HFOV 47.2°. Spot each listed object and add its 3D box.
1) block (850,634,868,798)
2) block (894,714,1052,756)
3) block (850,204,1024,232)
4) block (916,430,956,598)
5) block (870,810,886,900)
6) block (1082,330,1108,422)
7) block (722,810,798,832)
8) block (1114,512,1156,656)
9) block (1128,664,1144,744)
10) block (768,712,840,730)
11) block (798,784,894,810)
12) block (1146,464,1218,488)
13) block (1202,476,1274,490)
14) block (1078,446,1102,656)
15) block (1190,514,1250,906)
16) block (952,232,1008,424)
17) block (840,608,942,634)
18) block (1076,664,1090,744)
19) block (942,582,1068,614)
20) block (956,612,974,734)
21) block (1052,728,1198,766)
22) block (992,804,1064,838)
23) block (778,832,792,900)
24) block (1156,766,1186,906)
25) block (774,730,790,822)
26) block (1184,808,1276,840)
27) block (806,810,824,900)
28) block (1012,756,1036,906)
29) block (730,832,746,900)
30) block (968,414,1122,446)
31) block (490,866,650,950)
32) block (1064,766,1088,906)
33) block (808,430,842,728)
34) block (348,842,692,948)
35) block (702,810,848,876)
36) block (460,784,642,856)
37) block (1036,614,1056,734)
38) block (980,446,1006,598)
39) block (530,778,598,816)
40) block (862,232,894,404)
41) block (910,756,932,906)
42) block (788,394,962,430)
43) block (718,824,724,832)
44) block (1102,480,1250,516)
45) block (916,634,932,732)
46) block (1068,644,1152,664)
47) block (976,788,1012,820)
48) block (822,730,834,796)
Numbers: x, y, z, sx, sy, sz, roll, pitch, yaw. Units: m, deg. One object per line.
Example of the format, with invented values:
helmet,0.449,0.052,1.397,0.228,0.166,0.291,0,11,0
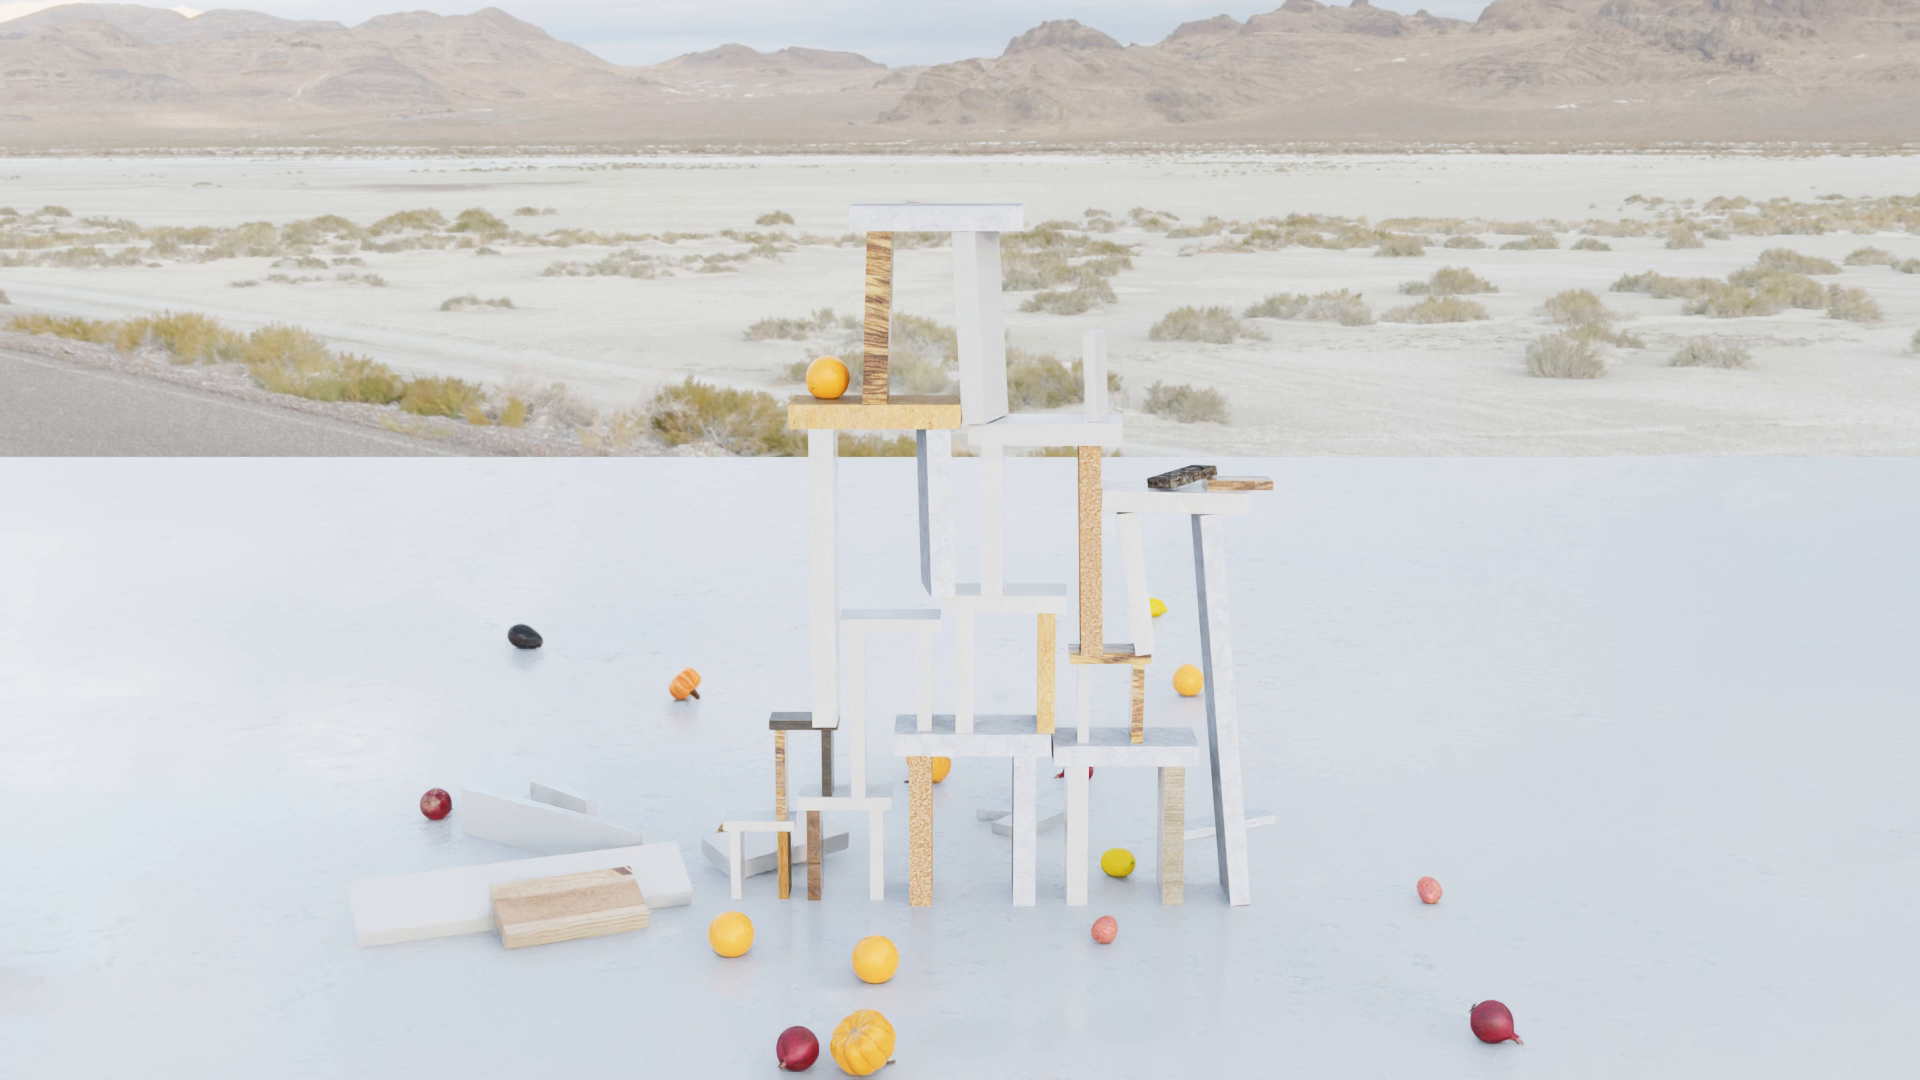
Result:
block,-0.166,0.279,3.615,0.023,0.277,0.081,0,11,0
block,0.021,0.321,3.622,0.255,0.036,0.127,0,11,0
block,-0.036,-0.509,3.462,0.269,0.038,0.135,0,11,1
block,-0.040,-0.053,3.548,0.038,0.271,0.135,-3,11,-8
block,-0.138,0.513,3.660,0.022,0.155,0.077,0,11,0
block,0.216,-0.262,3.503,0.020,0.139,0.069,1,10,19
block,-0.331,0.466,3.649,0.117,0.017,0.059,0,11,1
block,0.283,0.060,3.573,0.033,0.233,0.117,-8,10,2
block,0.289,0.260,3.607,0.019,0.132,0.066,1,11,0
block,-0.255,0.298,3.616,0.113,0.016,0.056,0,10,1
block,-0.189,0.426,3.644,0.155,0.022,0.077,0,11,0
block,0.358,-0.102,3.538,0.106,0.015,0.053,-17,14,-38
block,0.447,-0.092,3.543,0.106,0.015,0.053,0,11,-4
block,0.211,0.008,3.563,0.035,0.343,0.122,-1,11,2
block,0.427,0.269,3.607,0.033,0.653,0.117,-6,11,-1
block,0.033,-0.342,3.493,0.038,0.300,0.135,0,10,17
block,-0.112,0.132,3.586,0.163,0.023,0.081,0,11,1
block,0.200,0.261,3.606,0.019,0.132,0.066,0,11,0
block,0.074,0.094,3.574,0.200,0.028,0.100,0,11,2
block,0.008,0.206,3.597,0.028,0.200,0.100,0,11,1
block,0.270,0.341,3.628,0.236,0.033,0.118,0,11,0
block,0.127,0.515,4.021,0.069,0.020,0.139,8,13,35
block,-0.292,0.532,3.661,0.017,0.117,0.058,0,11,1
block,0.349,0.474,3.650,0.033,0.236,0.118,0,11,0
block,-0.294,0.382,3.631,0.016,0.156,0.056,0,10,1
block,0.474,0.518,4.015,0.217,0.015,0.053,-6,12,-29
block,-0.241,0.513,3.660,0.022,0.155,0.077,0,11,0
block,0.105,0.464,3.649,0.036,0.255,0.127,0,11,0
block,-0.370,0.532,3.660,0.017,0.117,0.059,0,11,1
block,0.137,-0.177,3.524,0.244,0.035,0.122,0,11,3
block,-0.621,0.583,3.495,0.229,0.032,0.114,-5,36,-24
block,0.192,0.474,3.650,0.033,0.236,0.118,0,11,0
block,-0.219,0.052,3.569,0.038,0.485,0.135,0,10,0
block,-0.707,0.570,3.554,0.534,0.032,0.114,-4,39,-21
block,-0.322,0.528,3.834,0.229,0.032,0.114,-11,23,-33
block,-0.721,0.511,3.863,0.432,0.085,0.024,8,13,36
block,0.141,0.206,3.596,0.028,0.200,0.100,0,11,2
block,0.055,-0.040,3.552,0.035,0.244,0.122,1,11,4
block,-0.715,0.491,3.970,0.170,0.085,0.024,10,15,43
block,-0.129,-0.358,3.496,0.038,0.269,0.135,2,10,0
block,-0.064,0.464,3.649,0.036,0.255,0.127,0,11,0
block,-0.133,-0.205,3.521,0.271,0.038,0.135,0,10,1
block,-0.345,0.524,3.960,0.170,0.024,0.085,1,11,5
block,0.343,-0.069,3.541,0.233,0.033,0.117,1,10,1
block,-0.058,0.224,3.604,0.023,0.163,0.081,0,11,0
block,0.244,0.186,3.594,0.132,0.019,0.066,0,11,0
block,0.082,0.496,4.122,0.069,0.020,0.139,3,11,15
block,-0.218,0.361,3.627,0.016,0.113,0.056,0,10,1
